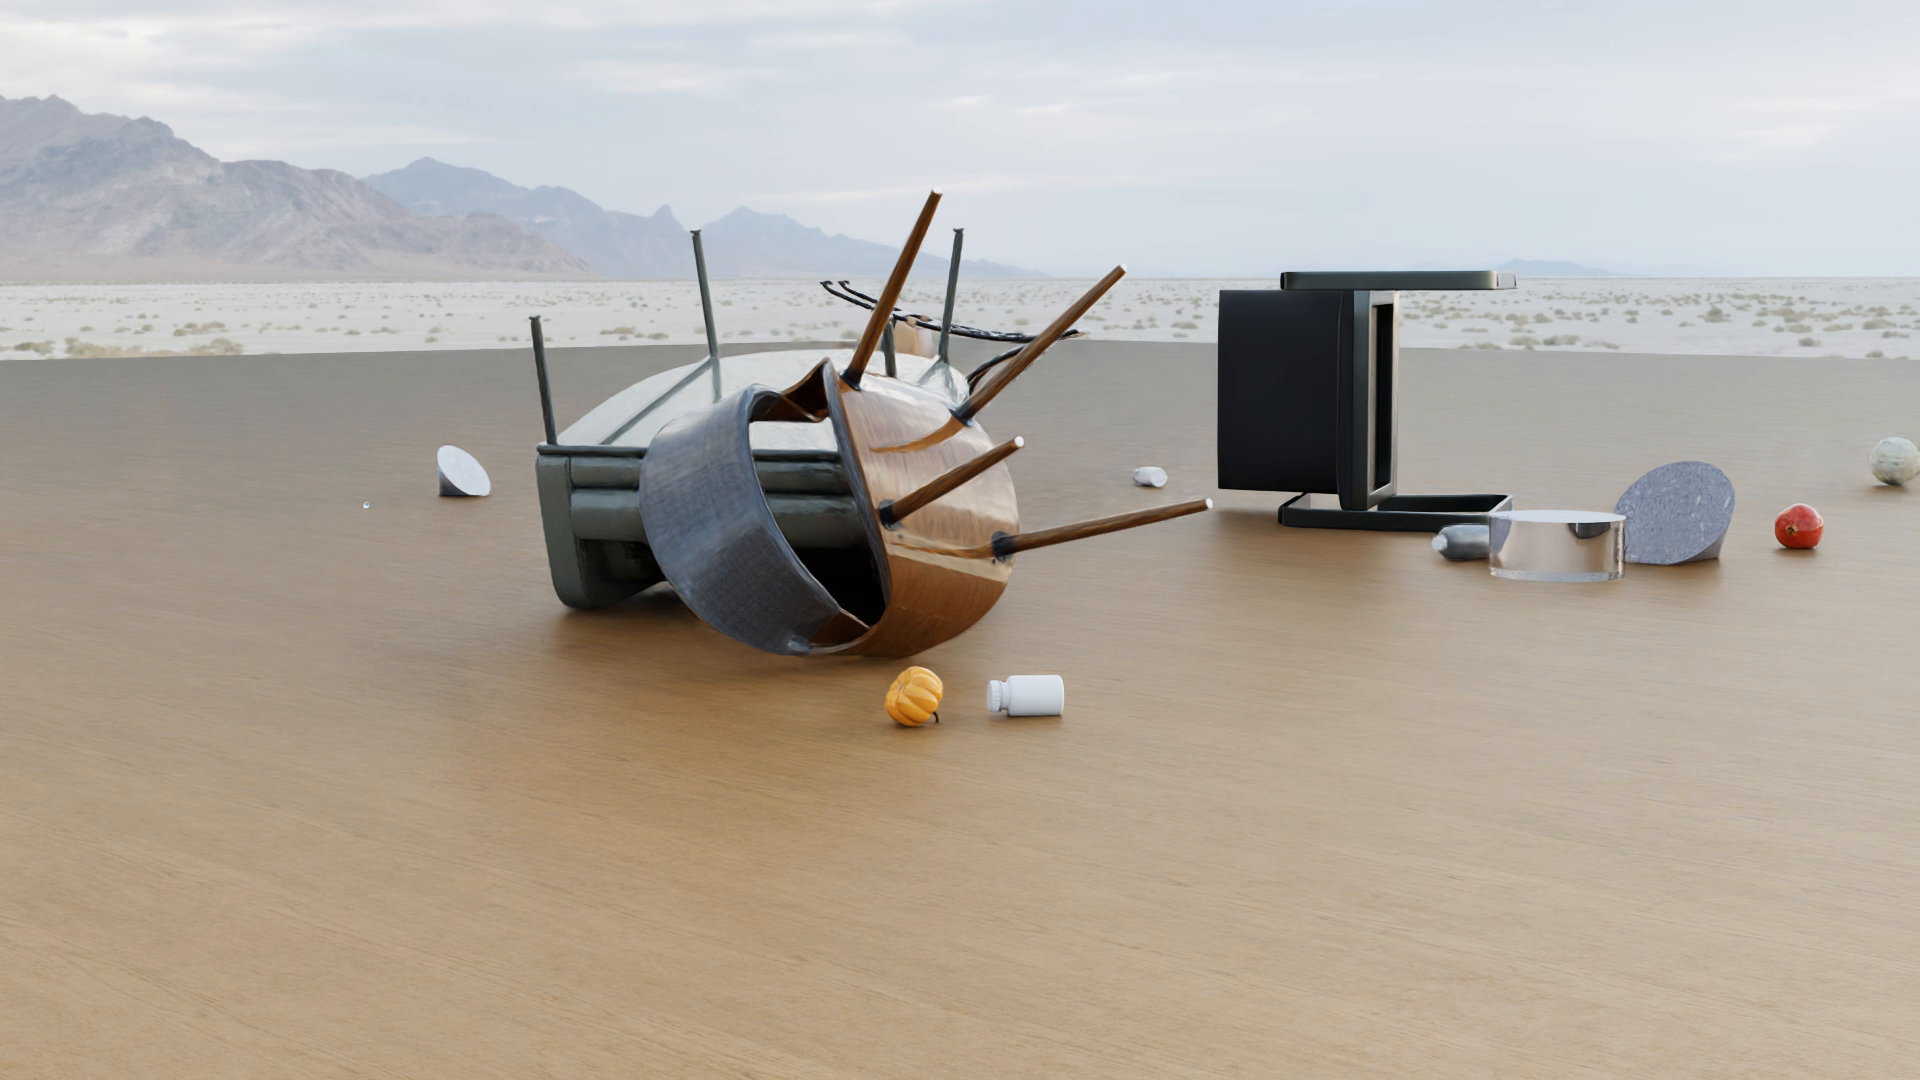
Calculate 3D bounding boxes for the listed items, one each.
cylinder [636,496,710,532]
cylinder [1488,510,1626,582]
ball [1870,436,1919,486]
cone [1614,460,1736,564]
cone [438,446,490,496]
[{"bbox_3d":[-0.744,-0.067,6.659,0.176,0.083,0.151,-3,6,0],"label":"cylinder"},{"bbox_3d":[1.320,0.011,5.674,0.295,0.129,0.300,0,6,4],"label":"cylinder"},{"bbox_3d":[2.946,-0.249,8.083,0.153,0.153,0.153,0,6,0],"label":"ball"},{"bbox_3d":[1.707,-0.012,5.957,0.314,0.273,0.219,1,-28,48],"label":"cone"},{"bbox_3d":[-1.529,-0.172,7.715,0.117,0.193,0.208,-41,-10,22],"label":"cone"}]
